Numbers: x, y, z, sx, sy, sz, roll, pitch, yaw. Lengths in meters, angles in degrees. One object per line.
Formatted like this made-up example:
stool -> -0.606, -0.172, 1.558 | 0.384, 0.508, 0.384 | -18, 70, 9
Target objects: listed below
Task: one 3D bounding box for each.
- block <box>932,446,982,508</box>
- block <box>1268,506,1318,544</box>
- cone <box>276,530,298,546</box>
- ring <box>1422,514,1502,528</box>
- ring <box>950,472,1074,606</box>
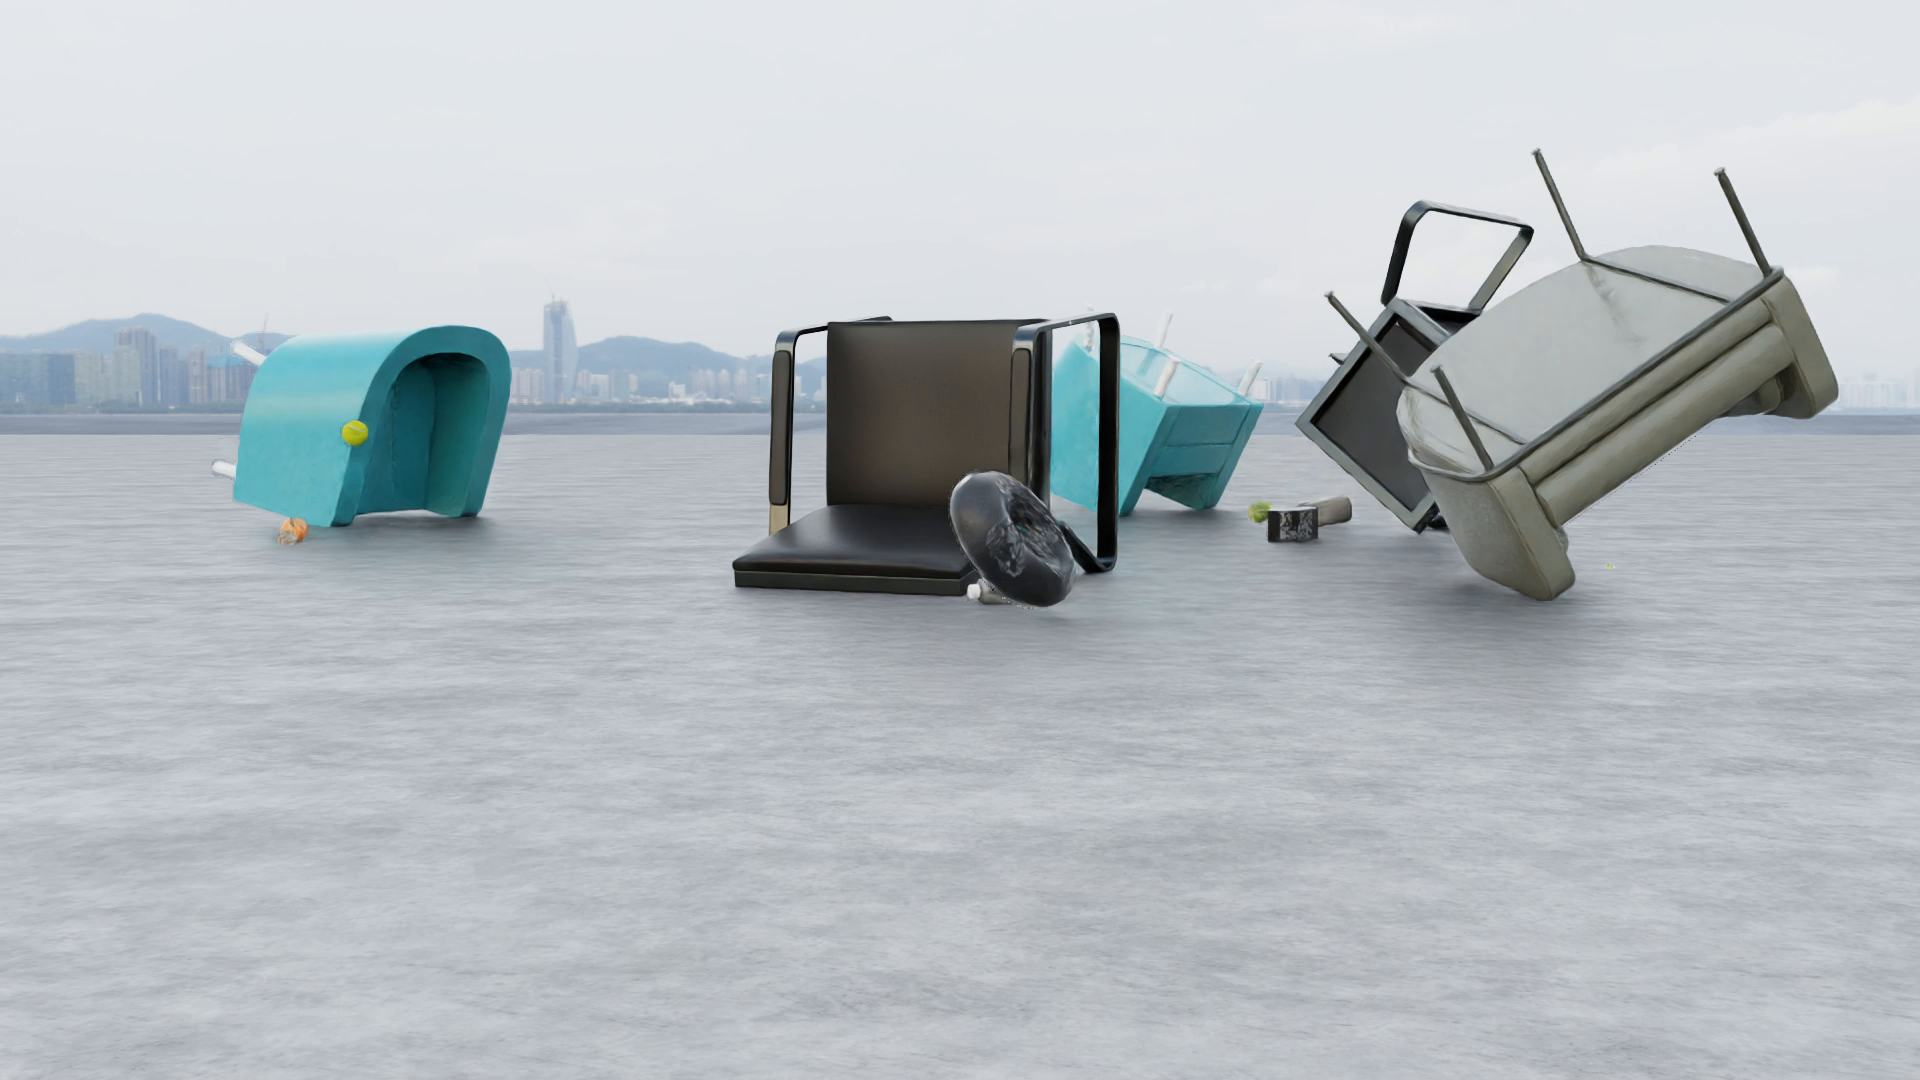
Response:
block -> -0.014, -0.234, 8.214 | 0.127, 0.209, 0.099 | -9, 49, -22
block -> 0.989, -0.046, 6.525 | 0.093, 0.094, 0.205 | 2, 4, 24
cone -> -1.928, 0.004, 6.328 | 0.062, 0.047, 0.063 | 17, -17, 4
ring -> 1.614, -0.060, 7.073 | 0.276, 0.043, 0.201 | 0, 0, -19
ring -> 0.105, -0.001, 4.265 | 0.104, 0.262, 0.375 | -27, -34, 22
